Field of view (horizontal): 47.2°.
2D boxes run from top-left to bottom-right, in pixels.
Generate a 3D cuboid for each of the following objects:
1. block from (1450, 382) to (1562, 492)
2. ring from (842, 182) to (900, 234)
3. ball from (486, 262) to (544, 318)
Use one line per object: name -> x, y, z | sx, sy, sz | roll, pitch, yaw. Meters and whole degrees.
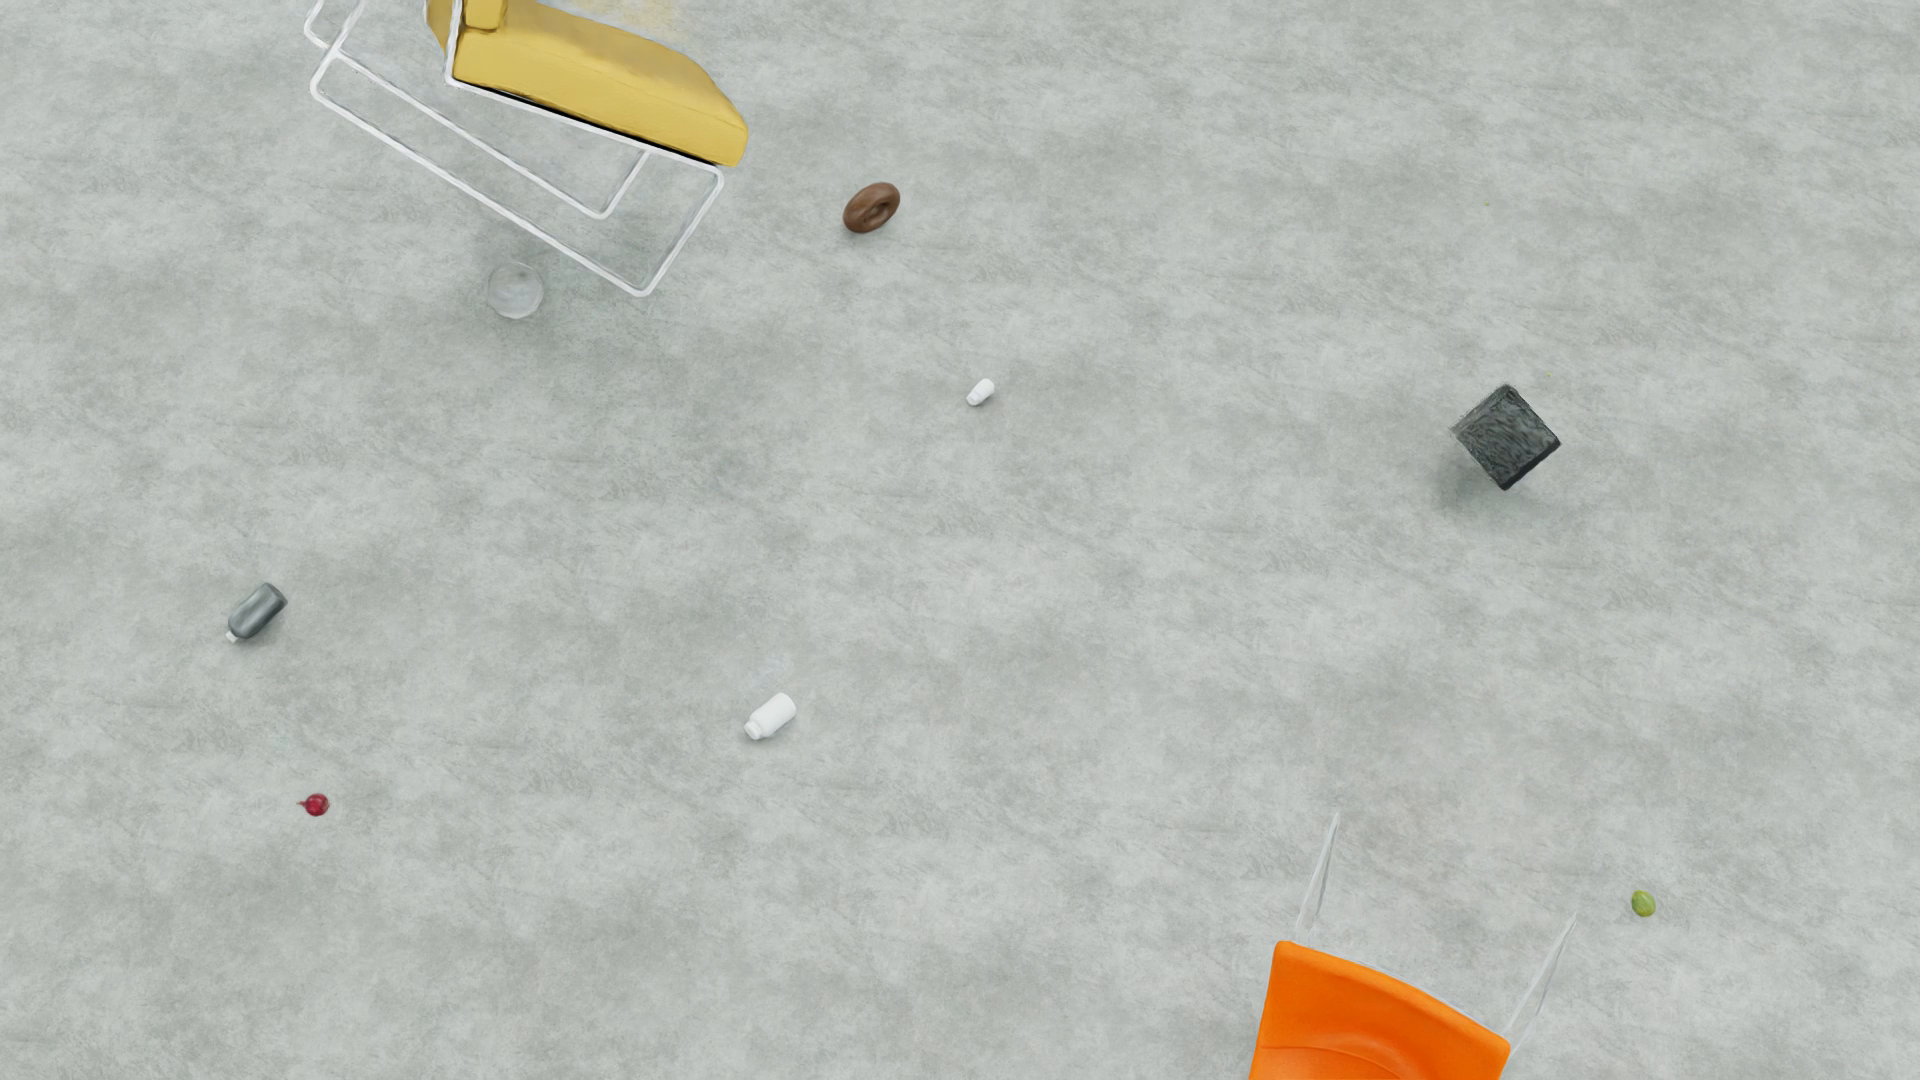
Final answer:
block -> 1.627, -0.309, 6.567 | 0.218, 0.180, 0.220 | -41, 93, 11
ring -> -0.290, -1.090, 7.212 | 0.213, 0.157, 0.082 | -36, 62, -10
ball -> -1.417, -0.795, 7.001 | 0.177, 0.177, 0.177 | 0, 56, 0
